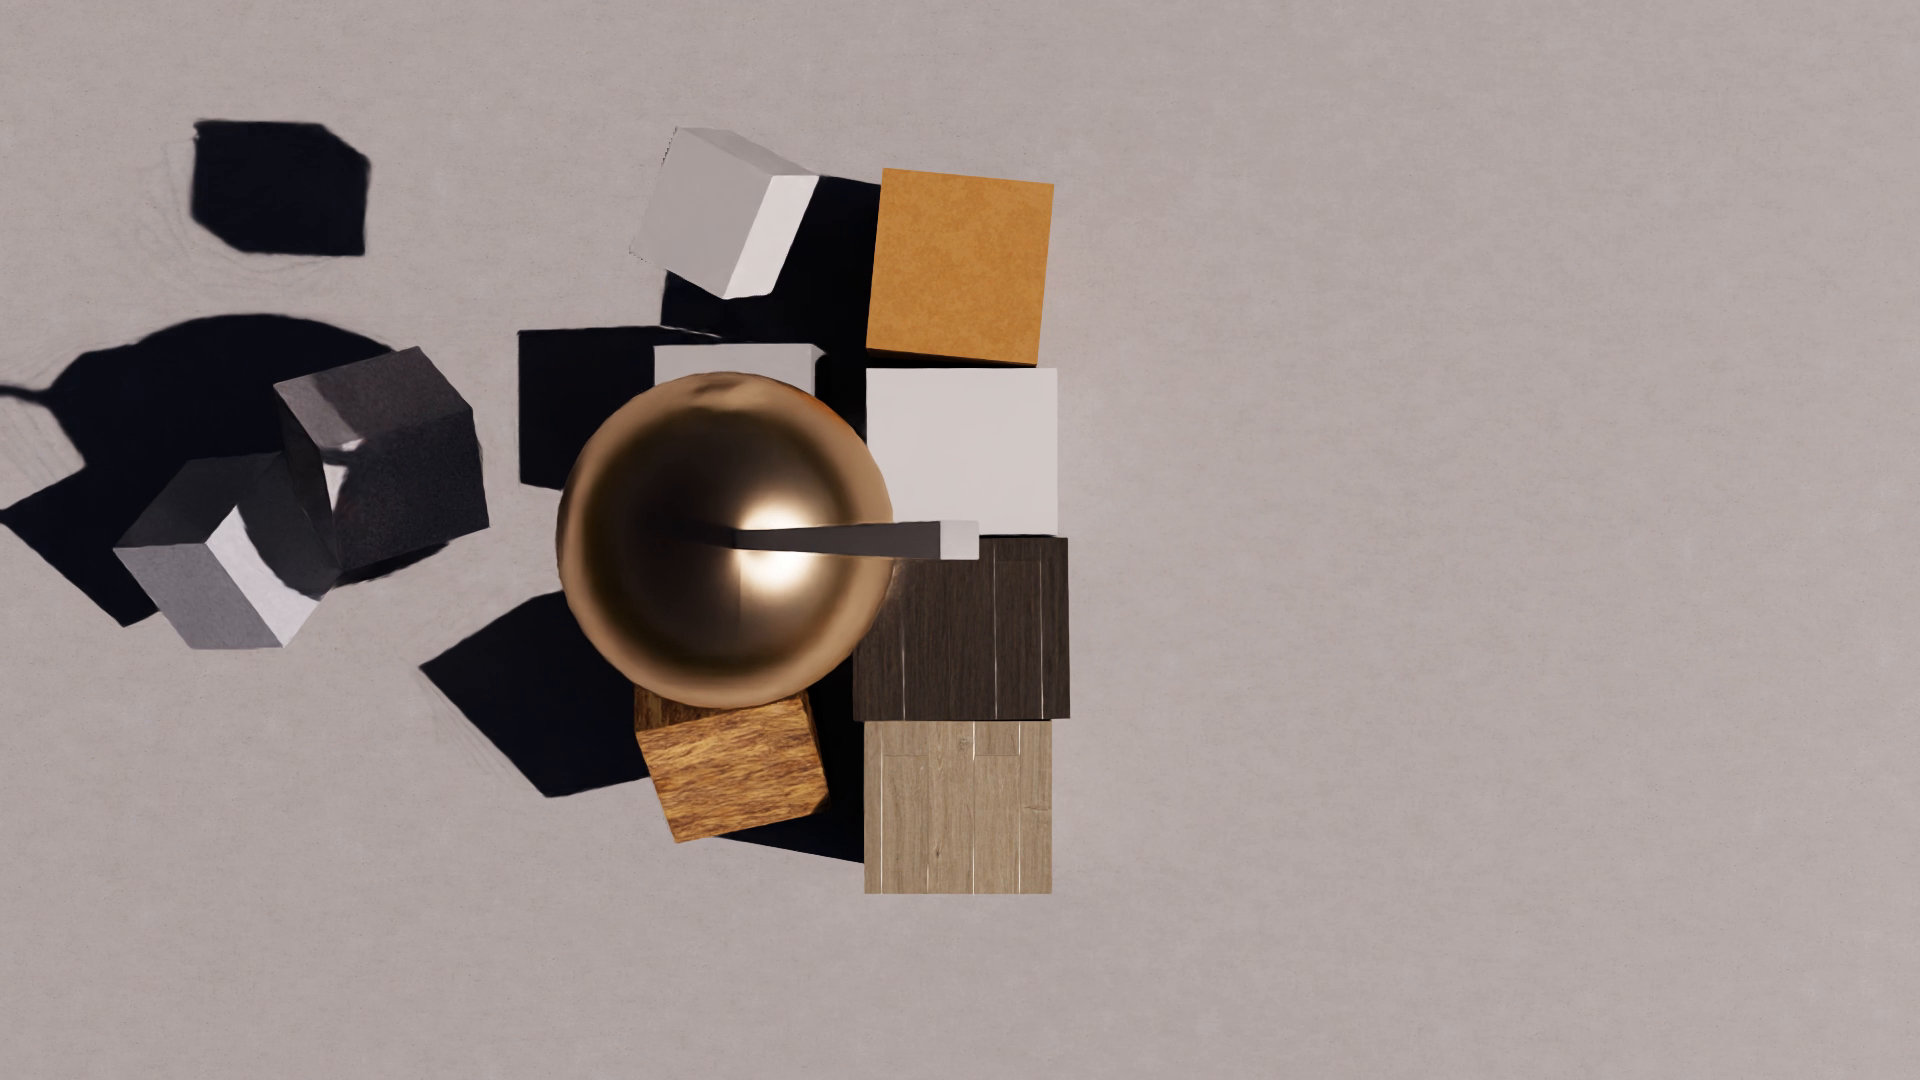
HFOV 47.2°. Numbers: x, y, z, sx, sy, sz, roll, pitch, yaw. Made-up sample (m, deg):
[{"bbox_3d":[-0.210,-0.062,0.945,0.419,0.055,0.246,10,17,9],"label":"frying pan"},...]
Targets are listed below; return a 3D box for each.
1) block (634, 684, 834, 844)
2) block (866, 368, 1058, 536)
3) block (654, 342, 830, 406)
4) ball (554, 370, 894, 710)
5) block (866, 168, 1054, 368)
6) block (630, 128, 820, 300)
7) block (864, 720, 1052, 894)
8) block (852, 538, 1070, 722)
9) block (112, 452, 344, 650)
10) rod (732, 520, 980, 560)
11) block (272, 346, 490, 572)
[{"bbox_3d":[-1.273,0.981,12.315,0.902,0.914,0.879,-12,129,0],"label":"block"},{"bbox_3d":[0.011,-0.480,12.514,1.043,0.972,0.918,0,90,0],"label":"block"},{"bbox_3d":[-1.224,-0.627,12.559,0.874,0.818,0.909,-1,90,4],"label":"block"},{"bbox_3d":[-1.104,0.000,10.407,1.600,1.600,1.600,0,90,0],"label":"ball"},{"bbox_3d":[0.000,-1.480,12.436,0.930,1.128,0.977,5,90,0],"label":"block"},{"bbox_3d":[-1.109,-1.550,10.412,0.525,0.527,0.623,29,108,14],"label":"block"},{"bbox_3d":[-0.010,1.454,12.474,1.020,1.051,0.937,0,90,0],"label":"block"},{"bbox_3d":[0.003,0.485,12.464,1.179,1.072,0.984,-1,90,0],"label":"block"},{"bbox_3d":[-4.057,0.069,12.324,0.735,0.746,0.786,-3,131,30],"label":"block"},{"bbox_3d":[-0.478,0.000,7.065,0.080,5.200,0.080,0,90,-11],"label":"rod"},{"bbox_3d":[-3.070,-0.445,11.677,0.799,0.819,0.729,-19,127,-26],"label":"block"}]
